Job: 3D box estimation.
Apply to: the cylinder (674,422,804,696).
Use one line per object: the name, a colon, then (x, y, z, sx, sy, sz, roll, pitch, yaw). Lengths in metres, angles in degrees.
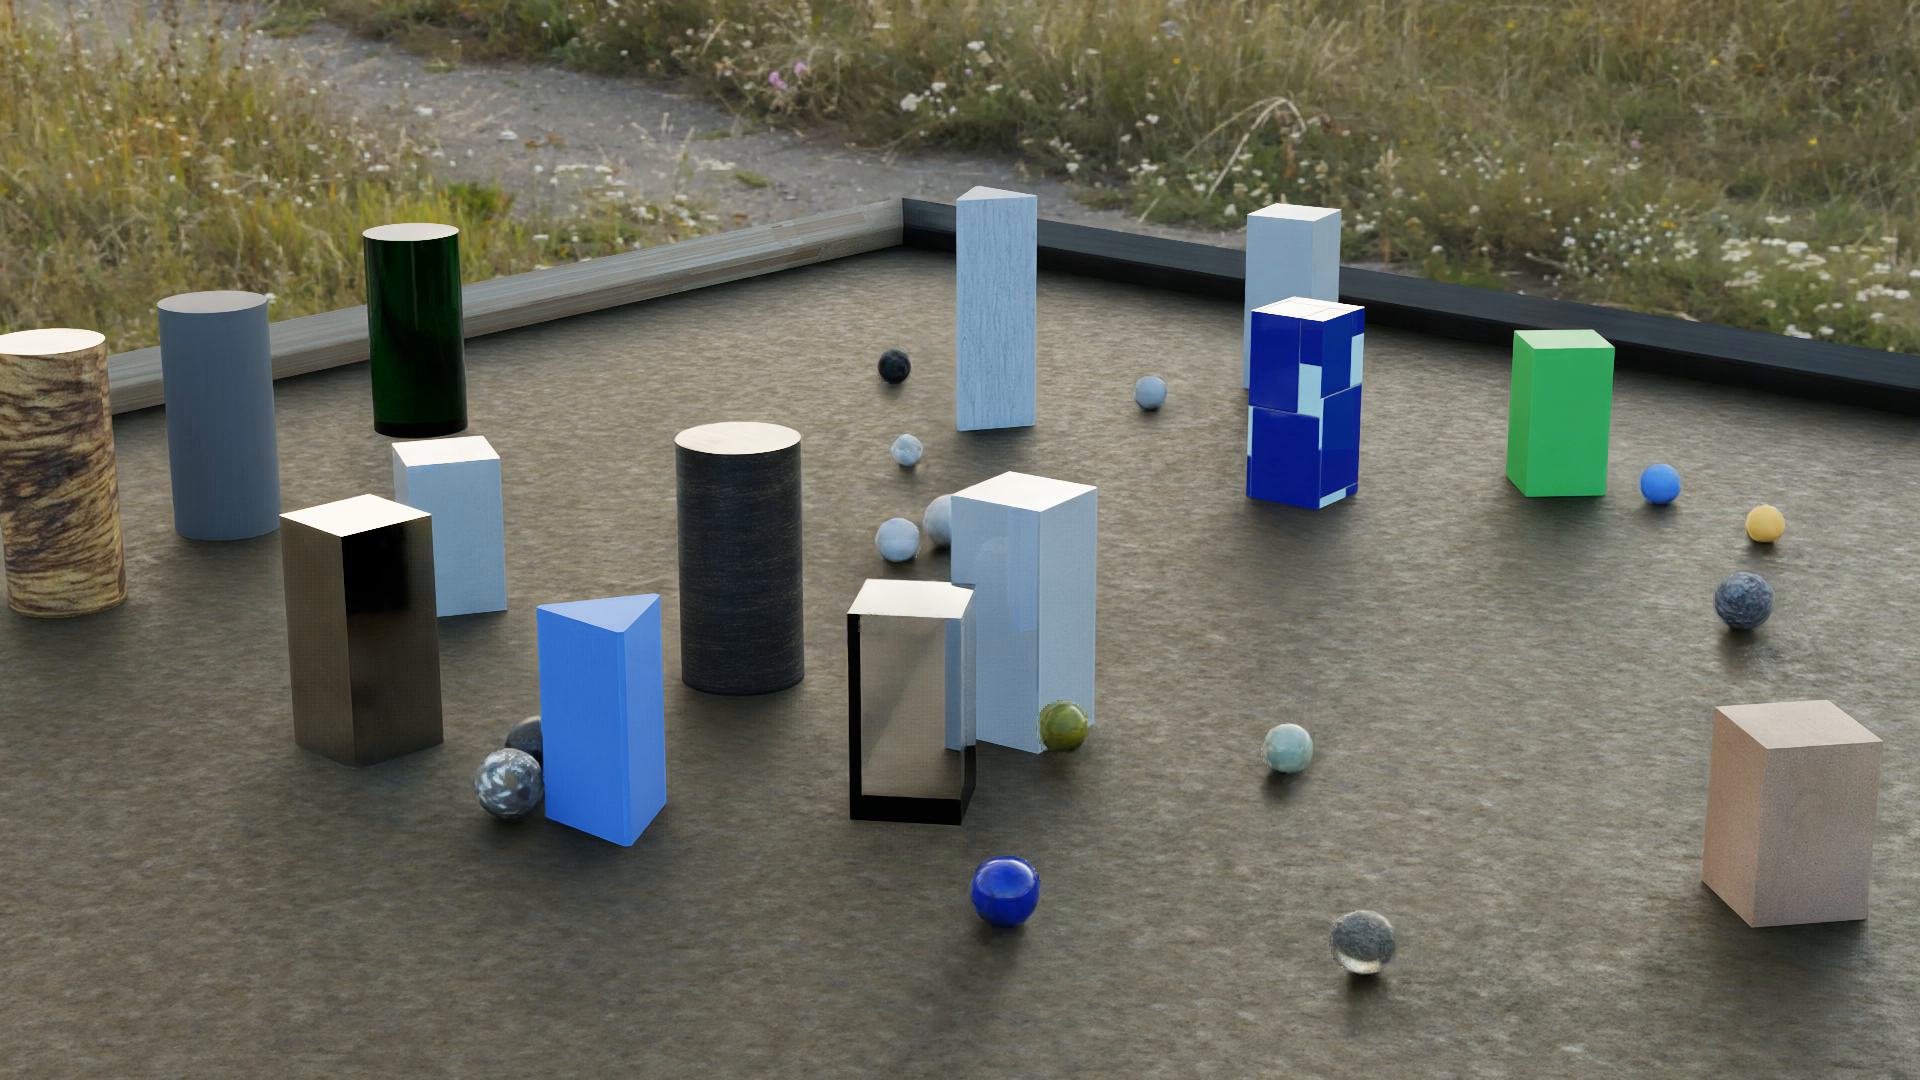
cylinder: (-0.350, 0.029, 4.670, 0.198, 0.397, 0.198, 0, 17, 0)

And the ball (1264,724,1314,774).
ball: (0.483, 0.306, 4.310, 0.074, 0.074, 0.074, 0, 17, 0)

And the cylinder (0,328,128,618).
cylinder: (-1.553, -0.116, 5.040, 0.198, 0.461, 0.198, 0, 17, 0)

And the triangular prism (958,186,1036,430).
triangular prism: (0.058, -0.497, 6.246, 0.172, 0.494, 0.149, -5, 17, -15)

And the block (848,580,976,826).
block: (-0.066, 0.229, 4.163, 0.158, 0.307, 0.158, 2, 17, 8)

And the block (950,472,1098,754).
block: (0.097, 0.108, 4.441, 0.158, 0.378, 0.158, 11, 20, 33)

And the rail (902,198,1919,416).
rail: (1.501, -0.466, 6.775, 4.444, 0.129, 0.045, 14, 22, 39)

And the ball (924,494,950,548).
ball: (-0.017, -0.034, 5.396, 0.099, 0.099, 0.099, 0, 17, 0)

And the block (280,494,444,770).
block: (-0.893, 0.135, 4.381, 0.158, 0.360, 0.158, 16, 23, 42)

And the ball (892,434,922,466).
ball: (-0.108, -0.182, 5.948, 0.063, 0.063, 0.063, 0, 17, 0)

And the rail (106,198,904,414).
rail: (-1.660, -0.384, 6.500, 0.045, 0.129, 4.626, 14, 22, 39)

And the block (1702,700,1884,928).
block: (1.088, 0.357, 3.842, 0.158, 0.247, 0.158, -3, 17, -10)

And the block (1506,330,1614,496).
block: (1.180, -0.251, 5.772, 0.158, 0.296, 0.158, -1, 17, -3)

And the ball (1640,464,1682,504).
ball: (1.358, -0.109, 5.678, 0.078, 0.078, 0.078, 0, 17, 0)

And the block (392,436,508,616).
block: (-0.881, -0.023, 5.062, 0.158, 0.271, 0.158, -6, 18, -19)

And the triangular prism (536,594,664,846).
triangular prism: (-0.473, 0.241, 4.111, 0.172, 0.312, 0.149, 14, 22, 39)

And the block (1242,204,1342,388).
block: (0.742, -0.539, 6.560, 0.158, 0.393, 0.158, 9, 19, 28)

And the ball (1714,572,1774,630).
ball: (1.323, 0.102, 4.946, 0.097, 0.097, 0.097, 0, 17, 0)

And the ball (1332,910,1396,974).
ball: (0.503, 0.501, 3.653, 0.080, 0.080, 0.080, 0, 17, 0)

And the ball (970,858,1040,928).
ball: (0.058, 0.455, 3.787, 0.090, 0.090, 0.090, 0, 17, 0)

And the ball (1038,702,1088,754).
ball: (0.153, 0.280, 4.363, 0.075, 0.075, 0.075, 0, 17, 0)

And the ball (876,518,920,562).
ball: (-0.113, 0.000, 5.314, 0.081, 0.081, 0.081, 0, 17, 0)

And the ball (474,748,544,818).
ball: (-0.636, 0.344, 4.140, 0.099, 0.099, 0.099, 0, 17, 0)

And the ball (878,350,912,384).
ball: (-0.148, -0.392, 6.625, 0.076, 0.076, 0.076, 0, 17, 0)

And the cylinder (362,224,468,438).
cylinder: (-1.149, -0.444, 6.196, 0.198, 0.421, 0.198, 0, 17, 0)

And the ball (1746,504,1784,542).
ball: (1.491, -0.030, 5.431, 0.070, 0.070, 0.070, 0, 17, 0)

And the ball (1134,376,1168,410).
ball: (0.415, -0.321, 6.391, 0.075, 0.075, 0.075, 0, 17, 0)

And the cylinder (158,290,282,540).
cylinder: (-1.382, -0.234, 5.482, 0.198, 0.431, 0.198, 0, 17, 0)

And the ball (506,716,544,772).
ball: (-0.614, 0.305, 4.273, 0.097, 0.097, 0.097, 0, 17, 0)

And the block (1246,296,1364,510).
block: (0.671, -0.268, 5.699, 0.158, 0.371, 0.158, 12, 21, 35)
